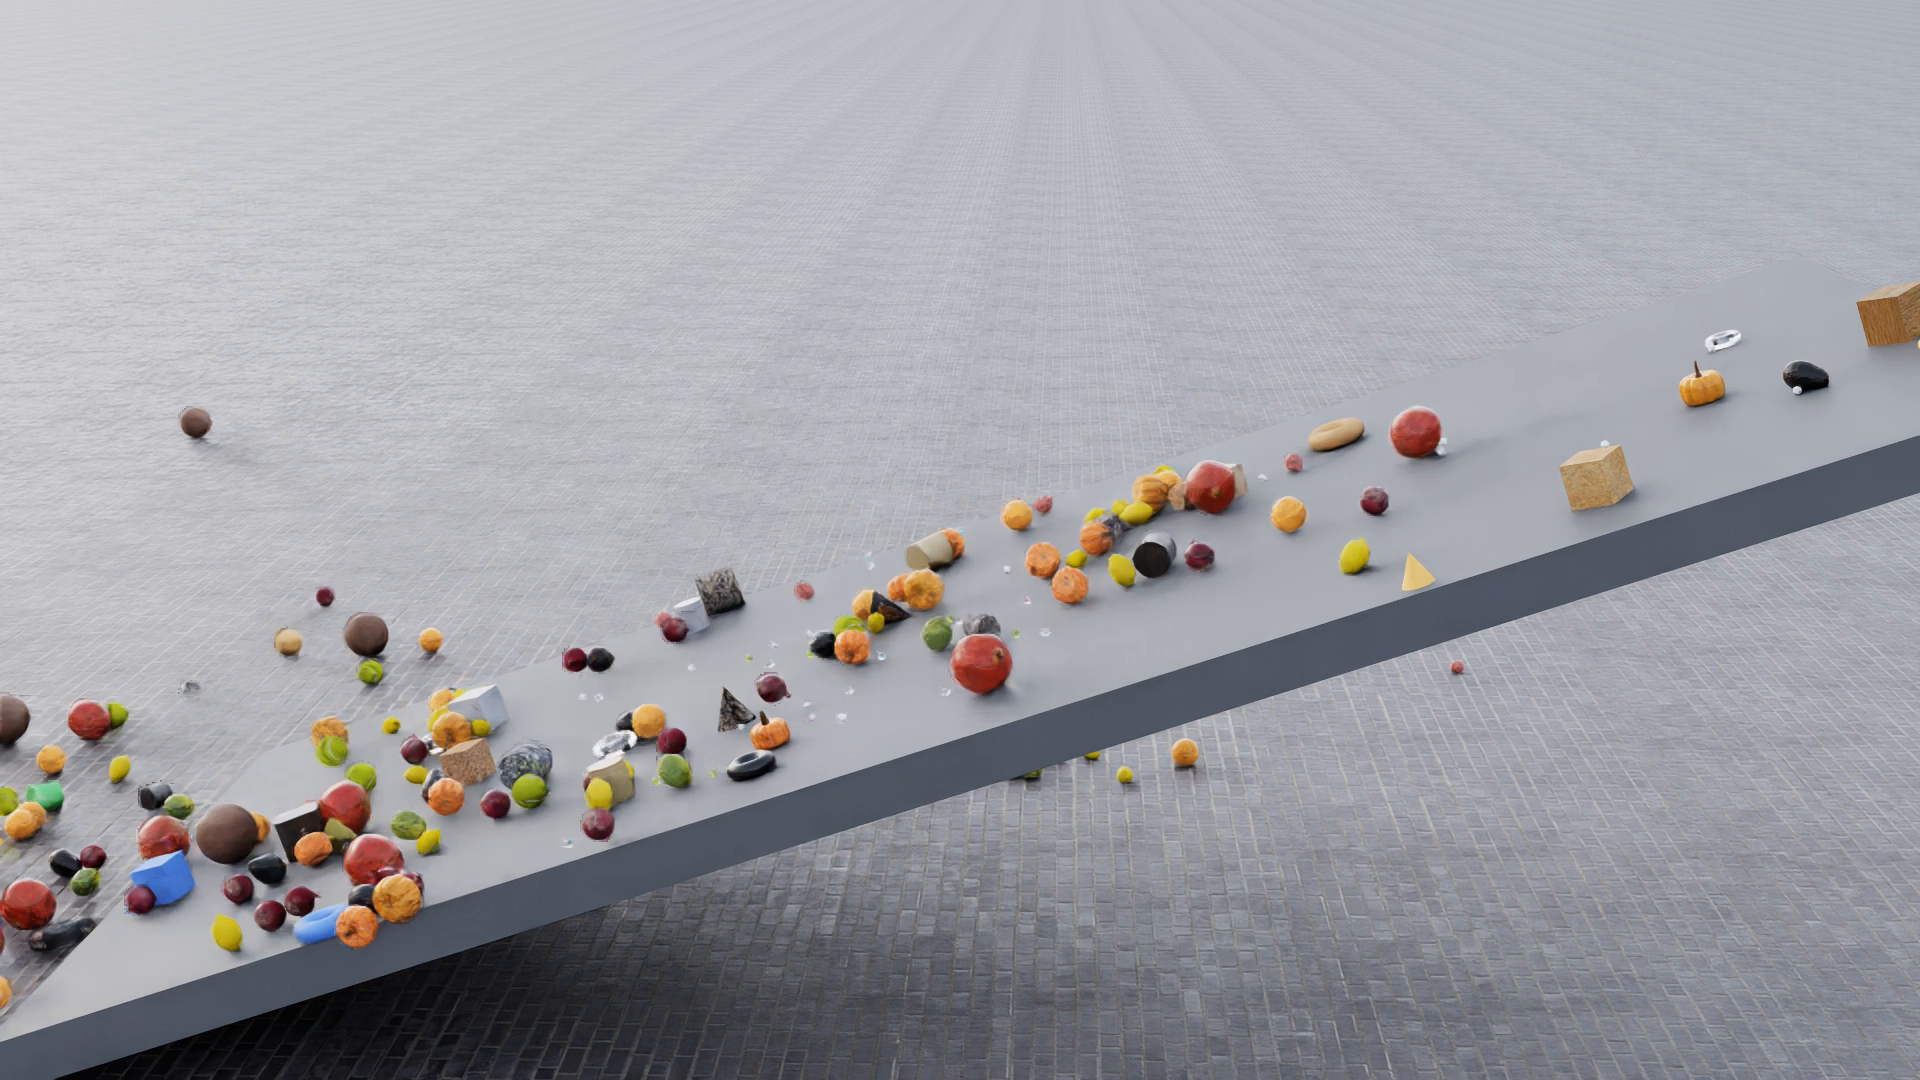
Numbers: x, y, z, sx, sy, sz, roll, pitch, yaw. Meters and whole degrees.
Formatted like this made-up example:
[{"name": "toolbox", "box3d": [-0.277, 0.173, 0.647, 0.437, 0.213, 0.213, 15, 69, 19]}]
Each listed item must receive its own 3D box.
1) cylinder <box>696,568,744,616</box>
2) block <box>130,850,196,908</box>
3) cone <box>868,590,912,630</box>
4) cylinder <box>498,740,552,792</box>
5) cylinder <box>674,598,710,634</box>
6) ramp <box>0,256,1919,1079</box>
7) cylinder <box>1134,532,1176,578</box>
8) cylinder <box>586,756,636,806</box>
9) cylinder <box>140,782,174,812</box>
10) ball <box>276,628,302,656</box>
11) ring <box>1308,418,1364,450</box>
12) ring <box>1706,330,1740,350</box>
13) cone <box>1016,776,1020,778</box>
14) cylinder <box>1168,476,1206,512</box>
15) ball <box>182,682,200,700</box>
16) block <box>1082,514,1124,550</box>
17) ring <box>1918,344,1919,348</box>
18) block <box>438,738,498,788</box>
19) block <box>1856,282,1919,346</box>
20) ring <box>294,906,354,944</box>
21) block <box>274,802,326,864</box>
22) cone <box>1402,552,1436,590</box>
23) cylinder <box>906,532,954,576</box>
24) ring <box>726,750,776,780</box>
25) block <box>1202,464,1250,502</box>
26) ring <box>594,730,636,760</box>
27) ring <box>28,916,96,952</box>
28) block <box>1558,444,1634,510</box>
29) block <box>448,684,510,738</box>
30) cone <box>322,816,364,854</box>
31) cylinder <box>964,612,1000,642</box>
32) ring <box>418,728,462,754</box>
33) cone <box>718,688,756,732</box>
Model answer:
[{"name": "cylinder", "box3d": [-0.592, 0.128, 7.247, 0.094, 0.094, 0.094, -20, 15, -7]}, {"name": "block", "box3d": [-1.682, 0.717, 6.210, 0.082, 0.082, 0.082, -16, 11, 21]}, {"name": "cone", "box3d": [-0.149, 0.161, 6.463, 0.093, 0.093, 0.093, 8, 12, 0]}, {"name": "cylinder", "box3d": [-0.901, 0.468, 6.099, 0.085, 0.085, 0.085, 4, 18, 16]}, {"name": "cylinder", "box3d": [-0.650, 0.183, 7.139, 0.069, 0.069, 0.069, -18, 11, 4]}, {"name": "ramp", "box3d": [0.106, 0.181, 6.306, 4.000, 0.100, 2.000, -18, 11, 6]}, {"name": "cylinder", "box3d": [0.403, 0.030, 6.069, 0.077, 0.077, 0.077, 3, 17, 14]}, {"name": "cylinder", "box3d": [-0.681, 0.470, 5.742, 0.074, 0.074, 0.074, -18, 11, 4]}, {"name": "cylinder", "box3d": [-1.999, 0.638, 7.317, 0.057, 0.057, 0.057, 8, 20, 34]}, {"name": "ball", "box3d": [-2.014, 0.307, 8.830, 0.081, 0.081, 0.081, 0, 12, 0]}, {"name": "ring", "box3d": [0.861, -0.242, 6.732, 0.134, 0.045, 0.134, -20, 11, 4]}, {"name": "ring", "box3d": [1.654, -0.434, 6.377, 0.078, 0.026, 0.078, -17, 10, 3]}, {"name": "cone", "box3d": [0.108, 0.594, 7.592, 0.071, 0.071, 0.071, -25, 6, 14]}, {"name": "cylinder", "box3d": [0.509, -0.102, 6.595, 0.059, 0.059, 0.059, -32, 22, -16]}, {"name": "ball", "box3d": [-2.177, 0.427, 8.328, 0.054, 0.054, 0.054, 0, 12, 0]}, {"name": "block", "box3d": [0.318, -0.018, 6.509, 0.058, 0.058, 0.058, -27, 14, -38]}, {"name": "ring", "box3d": [1.906, -0.387, 5.691, 0.101, 0.034, 0.101, -17, 10, 3]}, {"name": "block", "box3d": [-1.060, 0.481, 6.337, 0.076, 0.076, 0.076, -13, 12, 28]}, {"name": "block", "box3d": [1.877, -0.453, 5.900, 0.096, 0.096, 0.096, -27, 13, -35]}, {"name": "ring", "box3d": [-1.185, 0.716, 5.480, 0.116, 0.039, 0.116, -17, 11, 3]}, {"name": "block", "box3d": [-1.381, 0.614, 6.185, 0.089, 0.089, 0.089, -20, 11, -8]}, {"name": "cone", "box3d": [0.817, 0.050, 5.296, 0.063, 0.063, 0.063, -18, 11, 4]}, {"name": "cylinder", "box3d": [-0.071, 0.034, 6.860, 0.080, 0.080, 0.080, -27, 27, -38]}, {"name": "ring", "box3d": [-0.396, 0.427, 5.581, 0.098, 0.033, 0.098, -18, 12, 4]}, {"name": "block", "box3d": [0.592, -0.128, 6.561, 0.067, 0.067, 0.067, -24, 12, -26]}, {"name": "ring", "box3d": [-0.720, 0.428, 6.136, 0.097, 0.032, 0.097, -21, 14, 5]}, {"name": "ring", "box3d": [-1.929, 0.846, 6.321, 0.147, 0.049, 0.147, -14, 2, 1]}, {"name": "block", "box3d": [1.176, -0.115, 5.438, 0.087, 0.087, 0.087, -10, 14, 41]}, {"name": "block", "box3d": [-1.116, 0.397, 6.827, 0.086, 0.086, 0.086, -13, 12, 28]}, {"name": "cone", "box3d": [-1.273, 0.620, 6.114, 0.080, 0.080, 0.080, 10, 13, 6]}, {"name": "cylinder", "box3d": [0.044, 0.178, 5.996, 0.054, 0.054, 0.054, -8, 10, -34]}, {"name": "ring", "box3d": [-1.200, 0.462, 6.779, 0.108, 0.036, 0.108, -19, 9, 3]}, {"name": "cone", "box3d": [-0.471, 0.338, 6.020, 0.083, 0.083, 0.083, -18, 11, 4]}]
